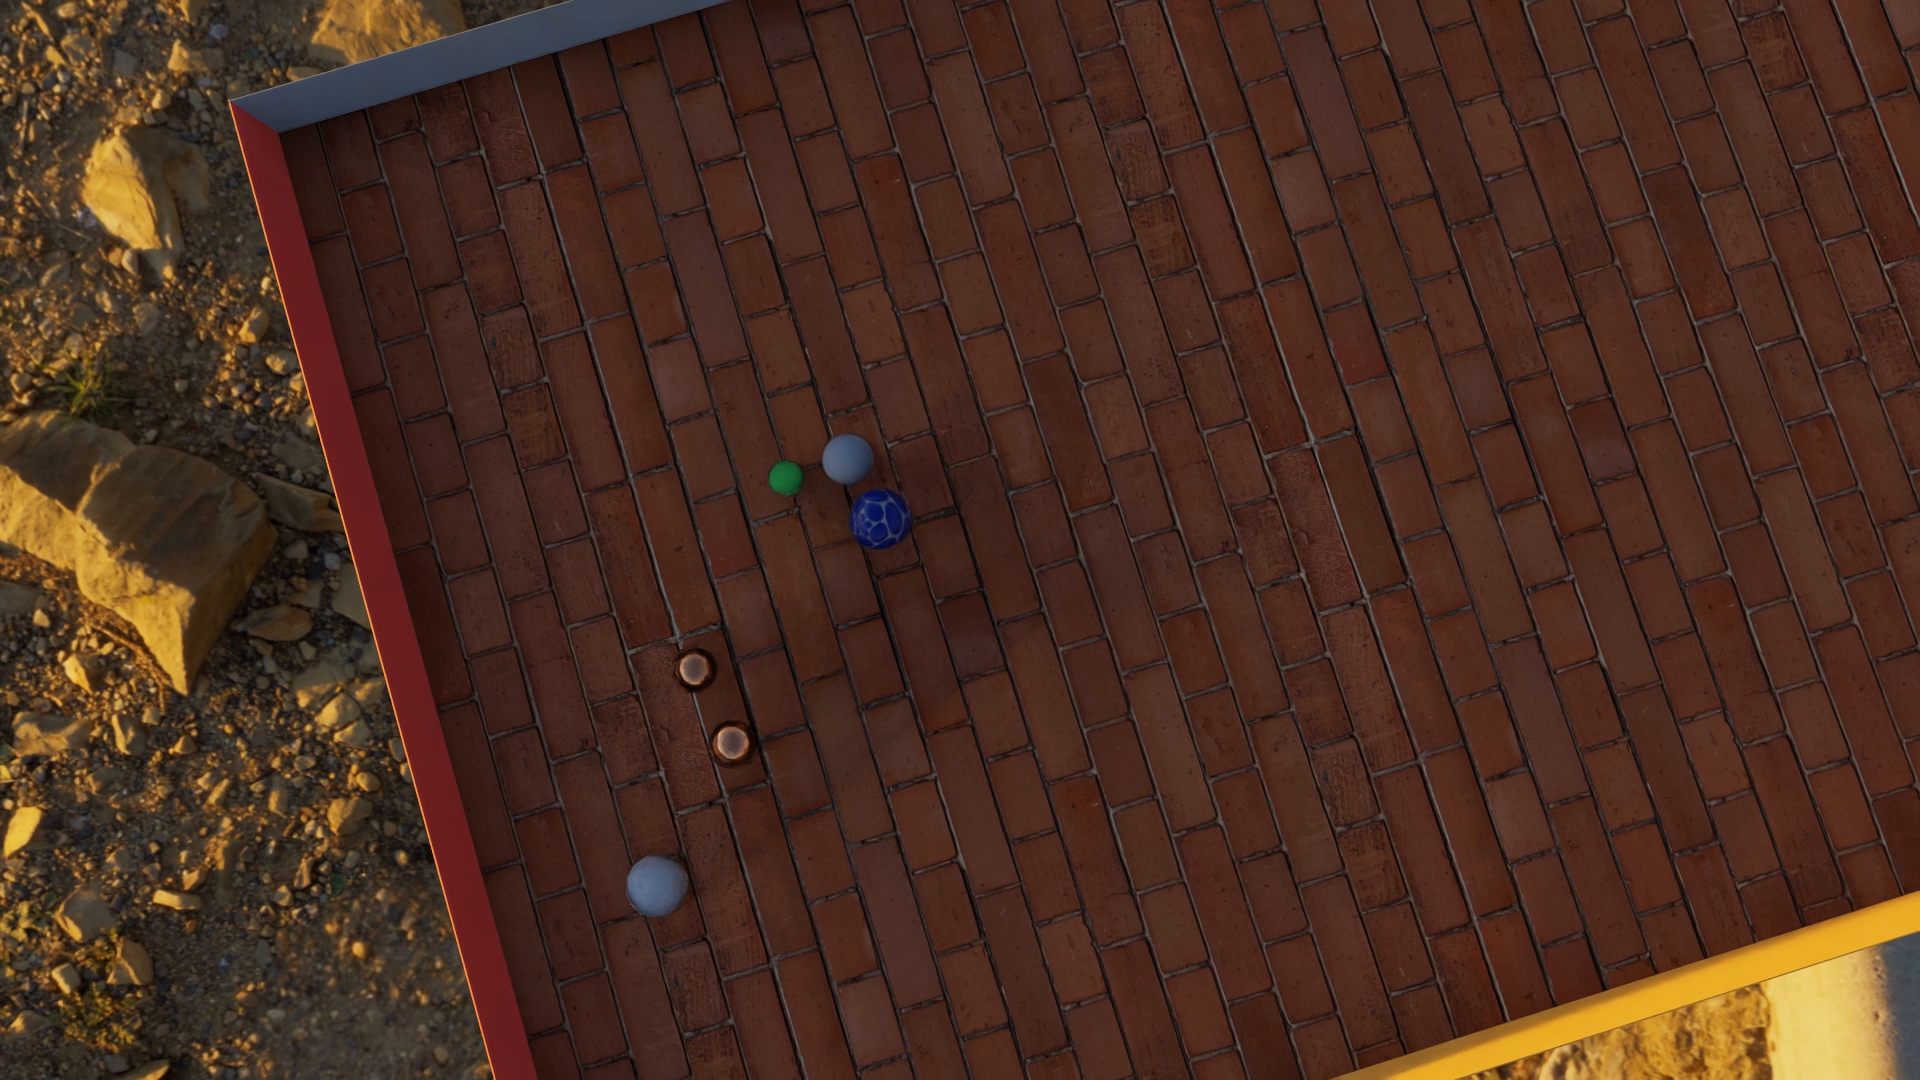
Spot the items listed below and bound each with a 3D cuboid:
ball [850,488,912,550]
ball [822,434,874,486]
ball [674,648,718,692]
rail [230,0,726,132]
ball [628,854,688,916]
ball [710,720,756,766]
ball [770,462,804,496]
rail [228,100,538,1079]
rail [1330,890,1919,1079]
[{"bbox_3d":[-0.117,-0.032,3.264,0.091,0.091,0.091,0,81,0],"label":"ball"},{"bbox_3d":[-0.167,-0.119,3.285,0.077,0.077,0.077,0,81,0],"label":"ball"},{"bbox_3d":[-0.390,0.191,3.244,0.065,0.065,0.065,0,81,0],"label":"ball"},{"bbox_3d":[0.540,-1.124,3.413,3.405,0.119,0.045,-17,82,-3],"label":"rail"},{"bbox_3d":[-0.438,0.499,3.186,0.088,0.088,0.088,0,81,0],"label":"ball"},{"bbox_3d":[-0.333,0.298,3.226,0.069,0.069,0.069,0,81,0],"label":"ball"},{"bbox_3d":[-0.260,-0.092,3.293,0.051,0.051,0.051,0,81,0],"label":"ball"},{"bbox_3d":[-0.790,0.239,3.209,0.045,0.119,1.893,-17,82,-3],"label":"rail"},{"bbox_3d":[1.086,0.619,3.152,3.405,0.119,0.045,-17,82,-3],"label":"rail"}]
